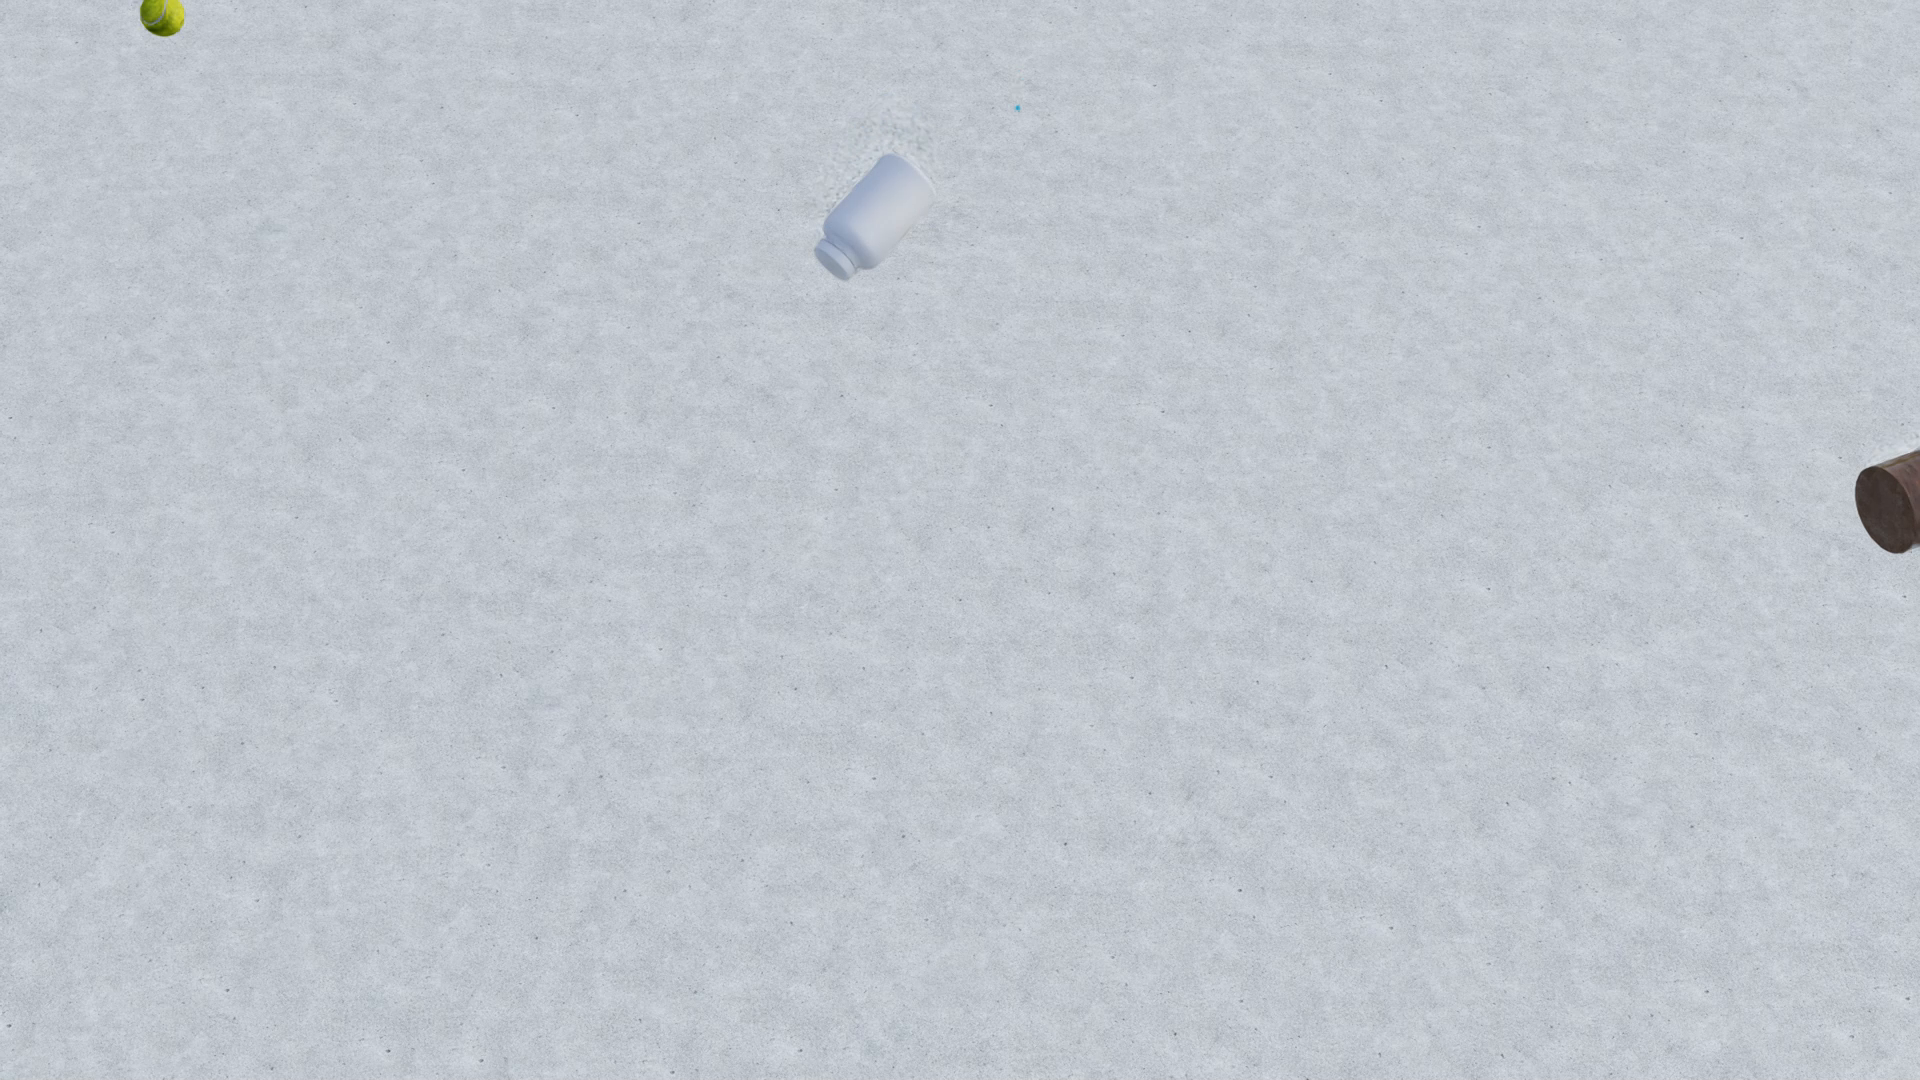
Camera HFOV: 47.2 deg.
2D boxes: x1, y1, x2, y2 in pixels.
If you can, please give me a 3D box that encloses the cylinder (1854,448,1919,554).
[{"bbox_3d":[1.660,-0.072,3.812,0.132,0.162,0.158,-19,57,-10],"label":"cylinder"}]
